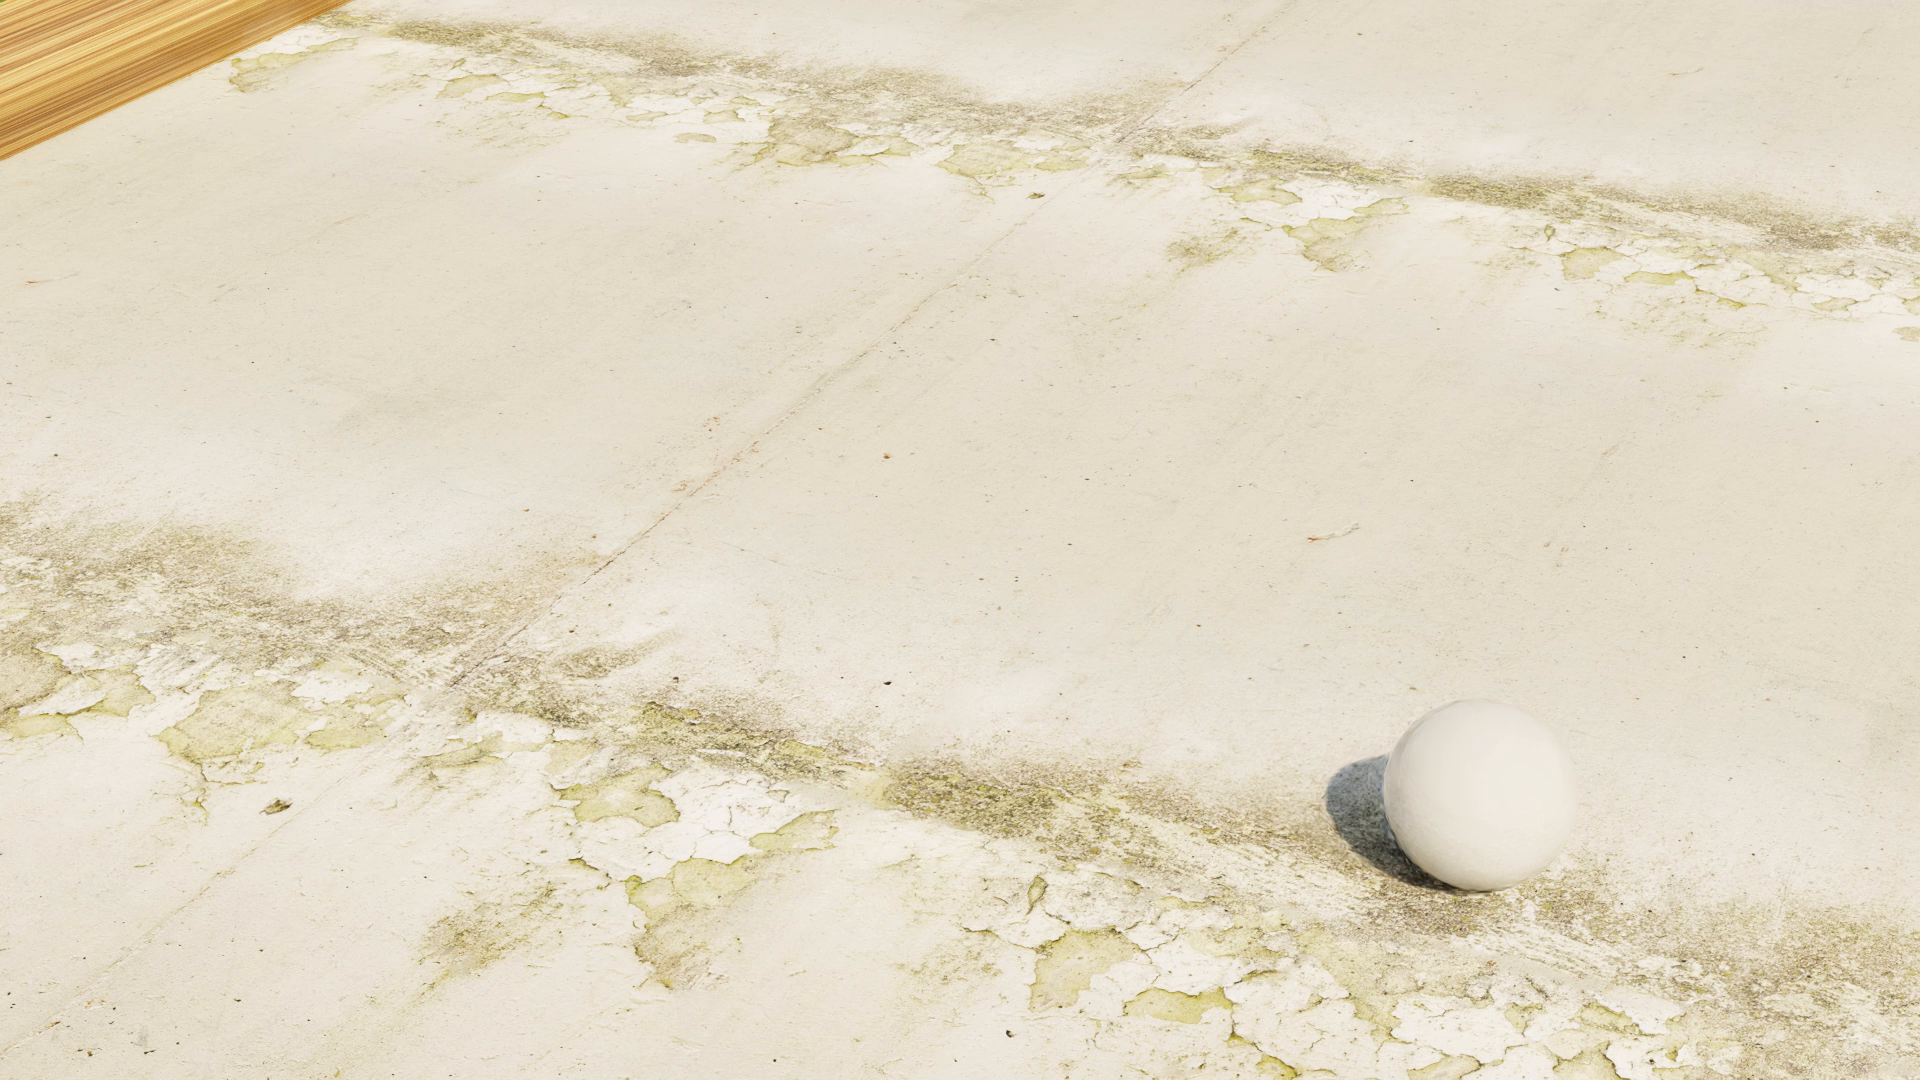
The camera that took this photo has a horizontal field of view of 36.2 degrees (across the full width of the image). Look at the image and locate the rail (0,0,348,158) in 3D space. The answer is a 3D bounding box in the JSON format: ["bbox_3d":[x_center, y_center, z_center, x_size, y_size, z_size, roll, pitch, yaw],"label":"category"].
[{"bbox_3d":[-0.538,-0.595,2.834,0.045,0.124,3.716,12,29,22],"label":"rail"}]

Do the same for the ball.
[{"bbox_3d":[0.258,0.126,1.463,0.096,0.096,0.096,0,27,0],"label":"ball"}]
